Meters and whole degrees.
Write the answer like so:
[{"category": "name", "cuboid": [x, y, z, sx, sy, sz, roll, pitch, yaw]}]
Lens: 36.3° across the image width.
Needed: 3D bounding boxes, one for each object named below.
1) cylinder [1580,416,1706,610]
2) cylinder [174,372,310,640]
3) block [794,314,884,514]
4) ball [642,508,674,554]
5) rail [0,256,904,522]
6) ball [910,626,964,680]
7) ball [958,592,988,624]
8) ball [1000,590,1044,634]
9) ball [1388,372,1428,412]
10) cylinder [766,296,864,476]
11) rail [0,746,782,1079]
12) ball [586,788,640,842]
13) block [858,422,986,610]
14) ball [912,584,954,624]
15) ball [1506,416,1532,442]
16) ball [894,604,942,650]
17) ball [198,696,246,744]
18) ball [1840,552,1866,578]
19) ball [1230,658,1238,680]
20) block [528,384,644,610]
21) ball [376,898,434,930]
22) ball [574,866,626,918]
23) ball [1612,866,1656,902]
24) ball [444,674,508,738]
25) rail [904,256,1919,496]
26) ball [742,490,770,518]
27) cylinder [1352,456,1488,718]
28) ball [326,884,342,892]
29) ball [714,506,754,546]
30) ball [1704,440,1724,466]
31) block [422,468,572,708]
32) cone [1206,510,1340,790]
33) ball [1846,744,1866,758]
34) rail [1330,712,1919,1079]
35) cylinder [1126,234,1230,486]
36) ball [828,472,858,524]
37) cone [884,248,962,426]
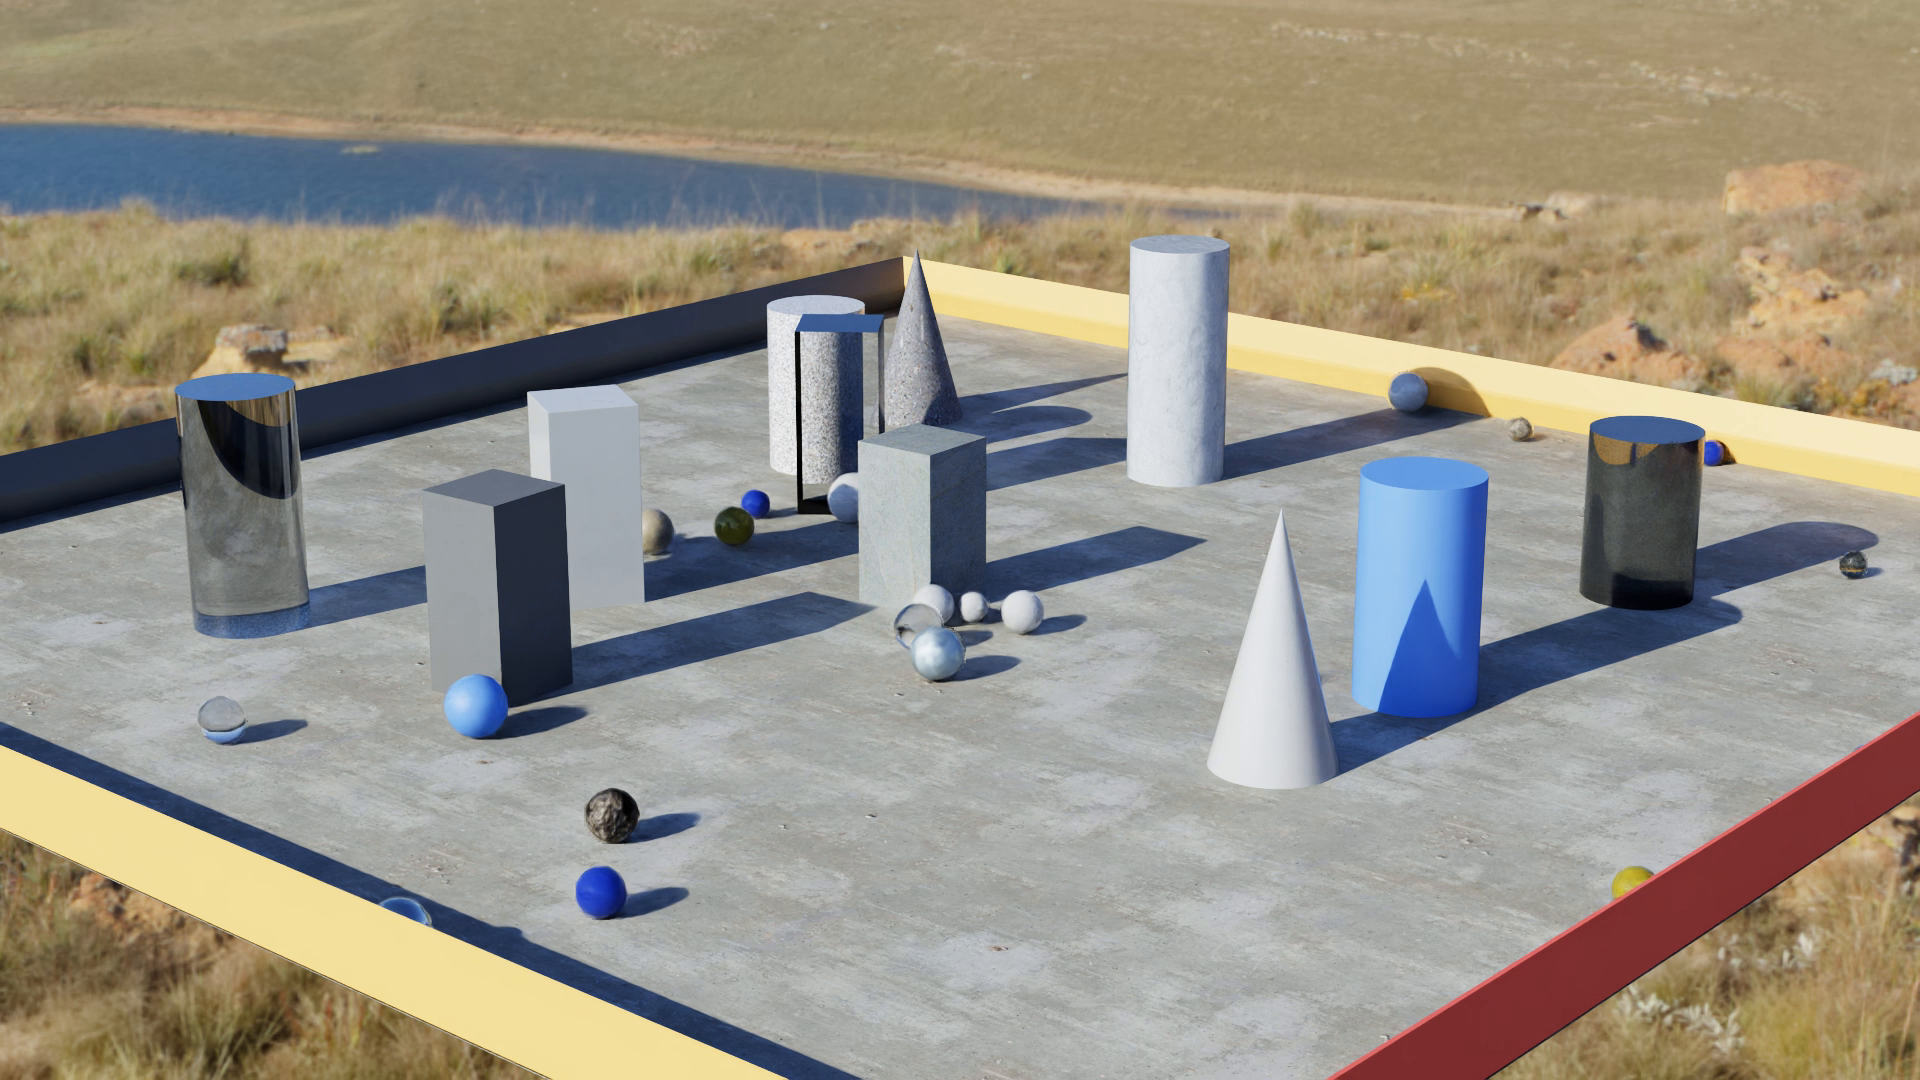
[{"category": "cylinder", "cuboid": [1.185, -0.049, 5.099, 0.196, 0.296, 0.196, 0, 17, 0]}, {"category": "cylinder", "cuboid": [-1.206, -0.059, 4.935, 0.196, 0.410, 0.196, 0, 17, 0]}, {"category": "block", "cuboid": [-0.229, -0.242, 5.632, 0.157, 0.358, 0.157, 1, 17, 3]}, {"category": "ball", "cuboid": [-0.564, -0.016, 5.362, 0.082, 0.082, 0.082, 0, 17, 0]}, {"category": "rail", "cuboid": [-1.236, -0.278, 6.148, 0.045, 0.127, 3.391, 14, 22, 39]}, {"category": "ball", "cuboid": [-0.037, 0.182, 4.698, 0.086, 0.086, 0.086, 0, 17, 0]}, {"category": "ball", "cuboid": [0.022, 0.115, 4.976, 0.053, 0.053, 0.053, 0, 17, 0]}, {"category": "ball", "cuboid": [0.105, 0.122, 4.922, 0.072, 0.072, 0.072, 0, 17, 0]}, {"category": "ball", "cuboid": [0.972, -0.319, 6.360, 0.087, 0.087, 0.087, 0, 17, 0]}, {"category": "cylinder", "cuboid": [-0.289, -0.313, 5.919, 0.196, 0.328, 0.196, 0, 17, 0]}, {"category": "rail", "cuboid": [-1.096, 0.396, 3.911, 3.322, 0.127, 0.045, 14, 22, 39]}, {"category": "ball", "cuboid": [-0.482, 0.381, 4.059, 0.074, 0.074, 0.074, 0, 17, 0]}, {"category": "block", "cuboid": [-0.065, -0.036, 5.069, 0.157, 0.288, 0.157, 13, 21, 36]}, {"category": "ball", "cuboid": [-0.045, 0.110, 4.959, 0.072, 0.072, 0.072, 0, 17, 0]}, {"category": "ball", "cuboid": [1.168, -0.231, 6.128, 0.052, 0.052, 0.052, 0, 17, 0]}, {"category": "ball", "cuboid": [-0.069, 0.144, 4.833, 0.080, 0.080, 0.080, 0, 17, 0]}, {"category": "ball", "cuboid": [-1.115, 0.271, 4.427, 0.071, 0.071, 0.071, 0, 17, 0]}, {"category": "ball", "cuboid": [1.590, 0.044, 5.222, 0.047, 0.047, 0.047, 0, 17, 0]}, {"category": "ball", "cuboid": [0.462, 0.212, 4.624, 0.072, 0.072, 0.072, 0, 17, 0]}, {"category": "block", "cuboid": [-0.648, -0.074, 5.082, 0.157, 0.354, 0.157, -6, 18, -20]}, {"category": "ball", "cuboid": [-0.704, 0.491, 3.671, 0.088, 0.088, 0.088, 0, 17, 0]}, {"category": "ball", "cuboid": [-0.467, 0.458, 3.815, 0.067, 0.067, 0.067, 0, 17, 0]}, {"category": "ball", "cuboid": [0.883, 0.456, 3.829, 0.062, 0.062, 0.062, 0, 17, 0]}, {"category": "ball", "cuboid": [-0.734, 0.252, 4.448, 0.096, 0.096, 0.096, 0, 17, 0]}, {"category": "rail", "cuboid": [1.096, -0.332, 6.329, 3.322, 0.127, 0.045, 14, 22, 39]}, {"category": "ball", "cuboid": [-0.388, -0.069, 5.581, 0.056, 0.056, 0.056, 0, 17, 0]}, {"category": "cylinder", "cuboid": [0.717, 0.072, 4.579, 0.196, 0.365, 0.196, 0, 17, 0]}, {"category": "ball", "cuboid": [-0.814, 0.476, 3.747, 0.072, 0.072, 0.072, 0, 17, 0]}, {"category": "ball", "cuboid": [-0.416, -0.025, 5.404, 0.074, 0.074, 0.074, 0, 17, 0]}, {"category": "ball", "cuboid": [1.524, -0.177, 5.947, 0.052, 0.052, 0.052, 0, 17, 0]}, {"category": "block", "cuboid": [-0.729, 0.076, 4.626, 0.157, 0.331, 0.157, 12, 21, 35]}, {"category": "cone", "cuboid": [0.464, 0.143, 4.288, 0.196, 0.396, 0.196, 0, 17, 0]}, {"category": "ball", "cuboid": [1.317, 0.328, 4.252, 0.064, 0.064, 0.064, 0, 17, 0]}, {"category": "rail", "cuboid": [1.236, 0.342, 4.092, 0.045, 0.127, 3.391, 14, 22, 39]}, {"category": "cylinder", "cuboid": [0.432, -0.357, 5.824, 0.196, 0.468, 0.196, 0, 17, 0]}, {"category": "ball", "cuboid": [-0.201, -0.079, 5.541, 0.098, 0.098, 0.098, 0, 17, 0]}, {"category": "cone", "cuboid": [-0.092, -0.446, 6.286, 0.196, 0.371, 0.196, 0, 17, 0]}]
